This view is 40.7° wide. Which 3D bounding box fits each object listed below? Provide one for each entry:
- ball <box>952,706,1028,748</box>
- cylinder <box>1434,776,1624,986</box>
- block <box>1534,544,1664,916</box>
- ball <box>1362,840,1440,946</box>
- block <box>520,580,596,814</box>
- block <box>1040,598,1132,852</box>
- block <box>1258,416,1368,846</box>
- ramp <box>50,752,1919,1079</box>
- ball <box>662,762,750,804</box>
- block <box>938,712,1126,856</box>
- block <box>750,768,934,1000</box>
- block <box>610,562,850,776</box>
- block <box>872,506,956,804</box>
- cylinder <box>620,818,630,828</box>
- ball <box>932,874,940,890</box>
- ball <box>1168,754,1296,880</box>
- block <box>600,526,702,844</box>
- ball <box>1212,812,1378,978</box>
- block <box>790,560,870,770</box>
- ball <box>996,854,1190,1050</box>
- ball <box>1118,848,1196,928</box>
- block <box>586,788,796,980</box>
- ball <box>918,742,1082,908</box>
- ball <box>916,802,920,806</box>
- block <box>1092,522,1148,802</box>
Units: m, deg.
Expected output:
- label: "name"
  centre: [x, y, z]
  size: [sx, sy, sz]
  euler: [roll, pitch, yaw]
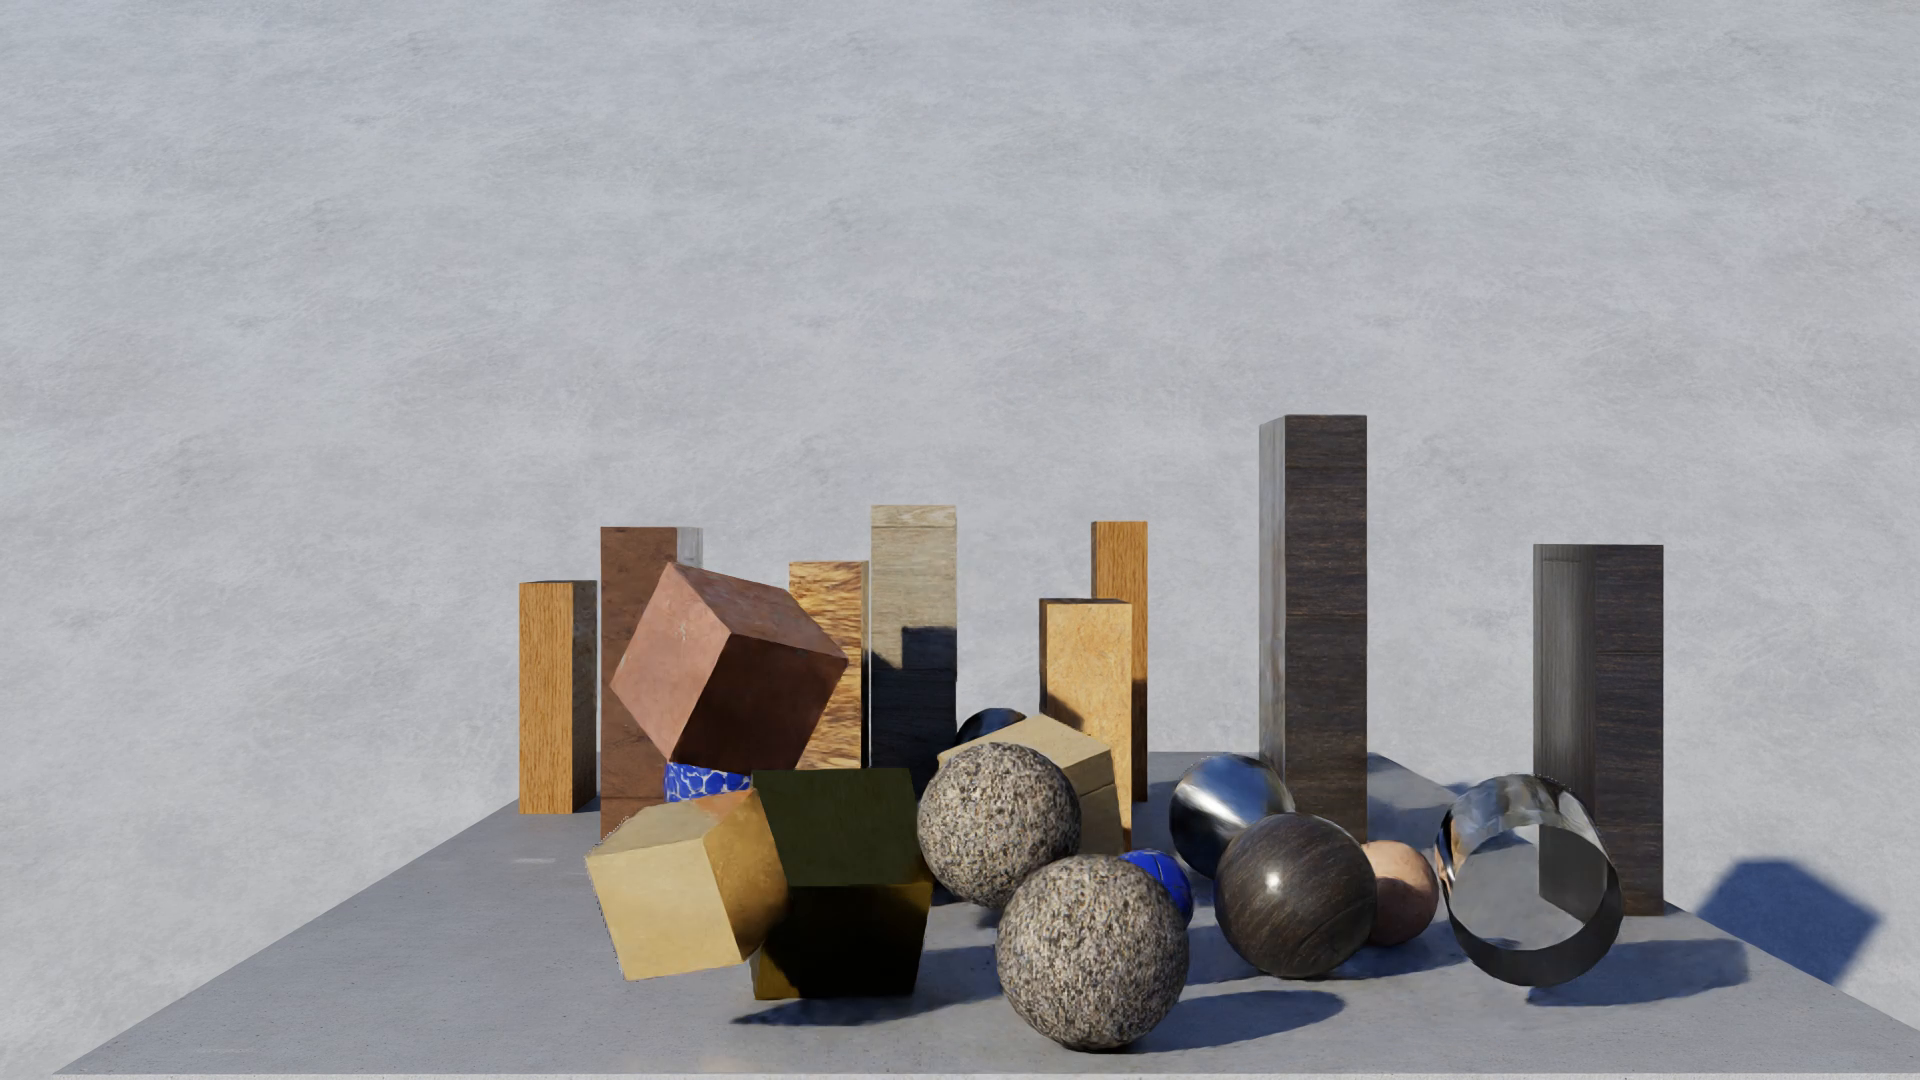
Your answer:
- label: "ball"
  centre: [0.068, 0.371, 4.495]
  size: [0.162, 0.162, 0.162]
  euler: [0, 30, 0]
- label: "cylinder"
  centre: [0.668, 0.399, 3.054]
  size: [0.196, 0.196, 0.196]
  euler: [2, 11, 4]
- label: "block"
  centre: [0.971, 0.276, 3.953]
  size: [0.099, 0.539, 0.408]
  euler: [0, 0, 0]
- label: "ball"
  centre: [0.574, 0.475, 3.490]
  size: [0.142, 0.142, 0.142]
  euler: [0, 30, 0]
- label: "block"
  centre: [-0.826, 0.316, 5.330]
  size: [0.105, 0.460, 0.348]
  euler: [0, 0, 0]
- label: "block"
  centre: [0.221, 0.327, 4.614]
  size: [0.144, 0.437, 0.409]
  euler: [0, 0, 0]
- label: "block"
  centre: [0.628, 0.166, 4.625]
  size: [0.140, 0.759, 0.394]
  euler: [0, 0, 0]
- label: "ramp"
  centre: [0.067, 0.596, 4.652]
  size: [2.000, 0.100, 4.000]
  euler: [0, 0, 0]
- label: "ball"
  centre: [-0.366, 0.372, 3.971]
  size: [0.179, 0.179, 0.179]
  euler: [0, 30, 0]
- label: "block"
  centre: [0.109, 0.403, 3.891]
  size: [0.189, 0.189, 0.189]
  euler: [-20, 23, -26]
- label: "block"
  centre: [-0.153, 0.412, 3.110]
  size: [0.192, 0.192, 0.192]
  euler: [0, 39, -12]
- label: "block"
  centre: [-0.294, 0.168, 3.284]
  size: [0.185, 0.185, 0.185]
  euler: [15, 19, -39]
- label: "block"
  centre: [-0.081, 0.242, 4.677]
  size: [0.148, 0.607, 0.300]
  euler: [0, 0, 0]
- label: "cylinder"
  centre: [-0.422, 0.476, 3.830]
  size: [0.135, 0.135, 0.135]
  euler: [4, 22, -38]
- label: "ball"
  centre: [-0.073, 0.481, 3.980]
  size: [0.131, 0.131, 0.131]
  euler: [0, 30, 0]
- label: "ball"
  centre: [0.434, 0.444, 4.127]
  size: [0.204, 0.204, 0.204]
  euler: [0, 30, 0]
- label: "block"
  centre: [-0.502, 0.262, 4.248]
  size: [0.120, 0.567, 0.407]
  euler: [0, 0, 0]
- label: "ball"
  centre: [0.419, 0.444, 3.235]
  size: [0.206, 0.206, 0.206]
  euler: [0, 30, 0]
- label: "block"
  centre: [-0.208, 0.290, 4.164]
  size: [0.110, 0.512, 0.351]
  euler: [0, 0, 0]
- label: "ball"
  centre: [0.143, 0.443, 2.785]
  size: [0.209, 0.209, 0.209]
  euler: [0, 30, 0]
- label: "ball"
  centre: [0.248, 0.480, 3.455]
  size: [0.134, 0.134, 0.134]
  euler: [0, 30, 0]
- label: "block"
  centre: [-0.294, 0.377, 2.843]
  size: [0.146, 0.146, 0.146]
  euler: [-12, 12, 23]
- label: "ball"
  centre: [0.046, 0.330, 2.997]
  size: [0.191, 0.191, 0.191]
  euler: [0, 30, 0]
- label: "ball"
  centre: [-0.042, 0.488, 4.315]
  size: [0.115, 0.115, 0.115]
  euler: [0, 30, 0]
- label: "block"
  centre: [0.338, 0.253, 5.504]
  size: [0.105, 0.584, 0.240]
  euler: [0, 0, 0]
